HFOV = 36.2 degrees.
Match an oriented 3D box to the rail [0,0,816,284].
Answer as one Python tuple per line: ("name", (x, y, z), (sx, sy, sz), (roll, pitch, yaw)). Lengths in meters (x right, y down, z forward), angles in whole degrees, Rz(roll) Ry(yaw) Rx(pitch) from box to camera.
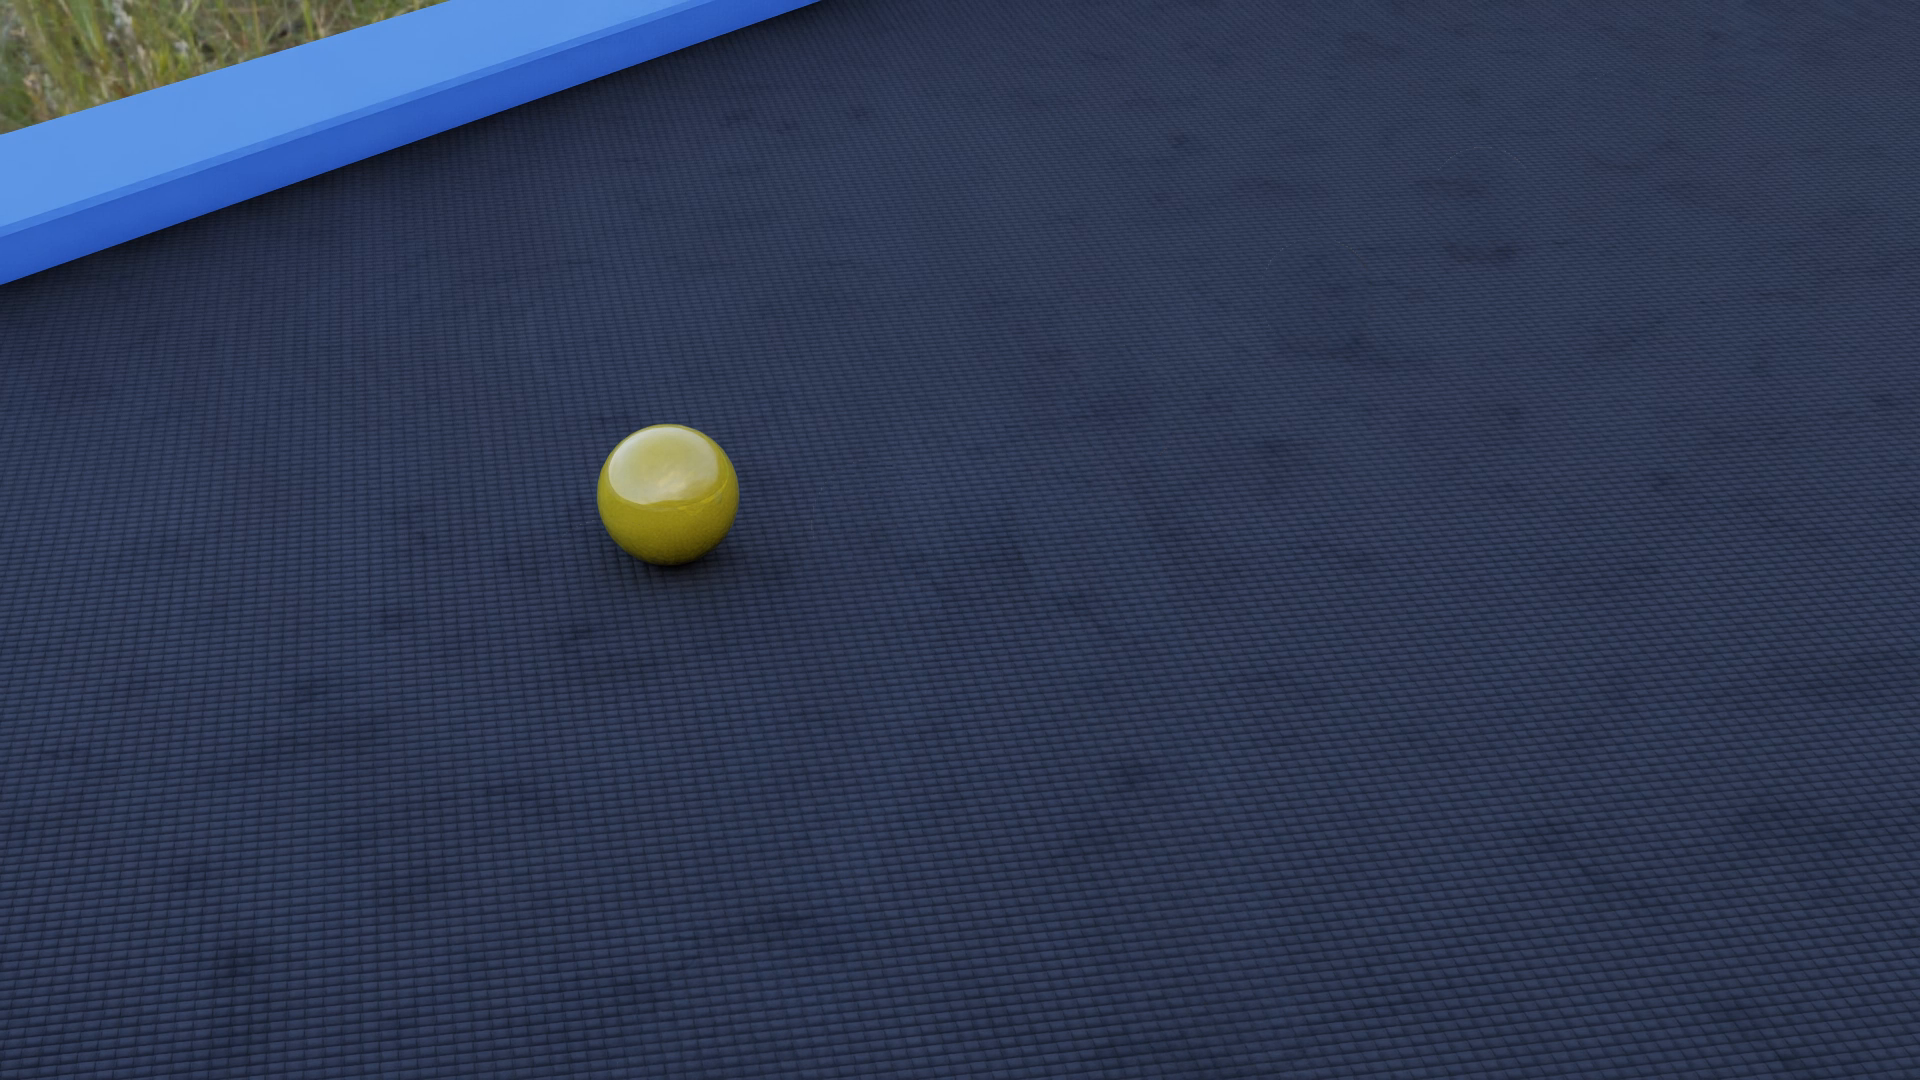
("rail", (-0.289, -0.548, 2.988), (0.045, 0.119, 3.574), (16, 29, 31))

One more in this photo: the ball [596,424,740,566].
("ball", (-0.188, -0.029, 1.892), (0.092, 0.092, 0.092), (0, 25, 0))
